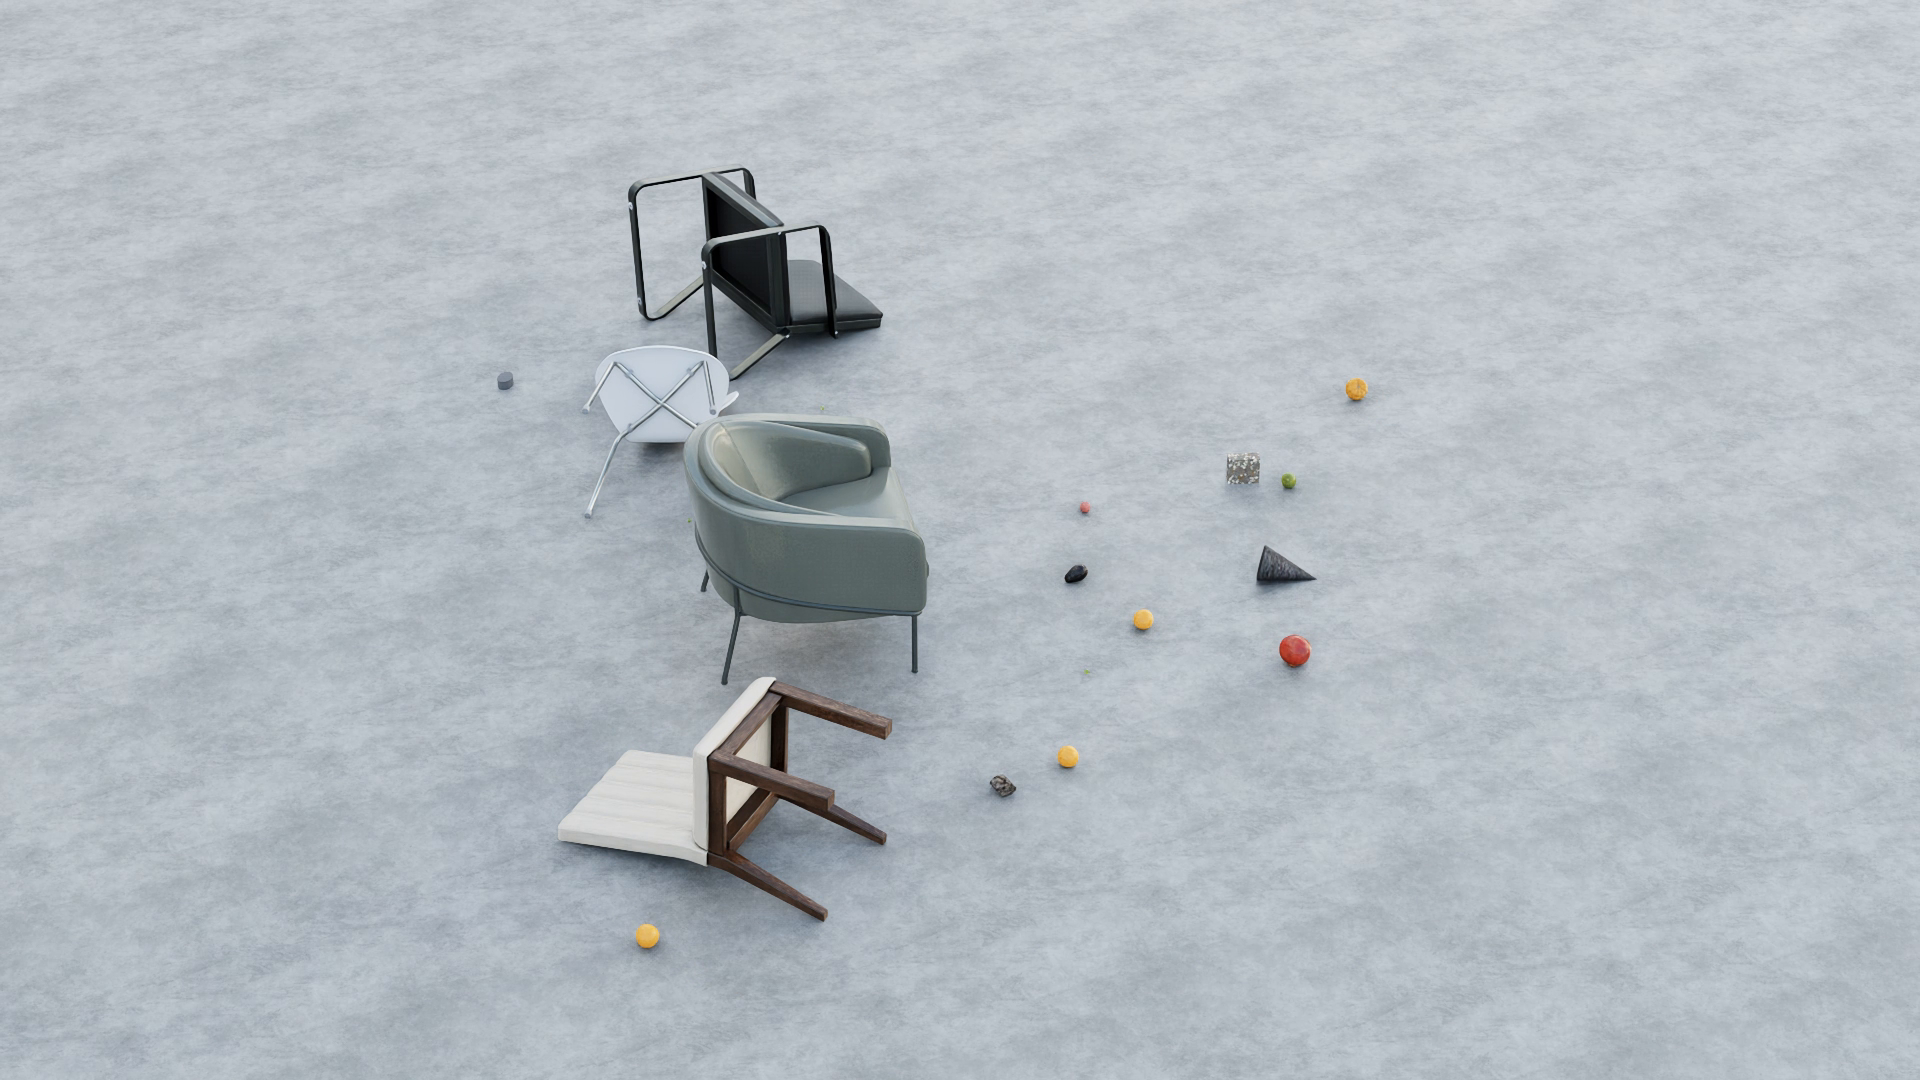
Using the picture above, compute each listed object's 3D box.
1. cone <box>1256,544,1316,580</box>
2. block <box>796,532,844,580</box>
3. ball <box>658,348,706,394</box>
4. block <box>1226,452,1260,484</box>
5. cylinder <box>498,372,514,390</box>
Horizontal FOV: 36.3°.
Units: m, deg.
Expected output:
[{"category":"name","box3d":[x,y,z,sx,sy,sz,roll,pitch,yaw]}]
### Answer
[{"category":"cone","box3d":[1.205,0.113,10.729,0.216,0.097,0.205,17,33,2]},{"category":"block","box3d":[-0.514,0.056,10.786,0.122,0.081,0.168,11,35,17]},{"category":"ball","box3d":[-1.117,-0.682,11.805,0.191,0.191,0.191,0,33,0]},{"category":"block","box3d":[1.088,-0.275,11.263,0.119,0.109,0.049,-2,33,-3]},{"category":"cylinder","box3d":[-1.843,-0.645,11.889,0.060,0.038,0.084,8,34,12]}]
